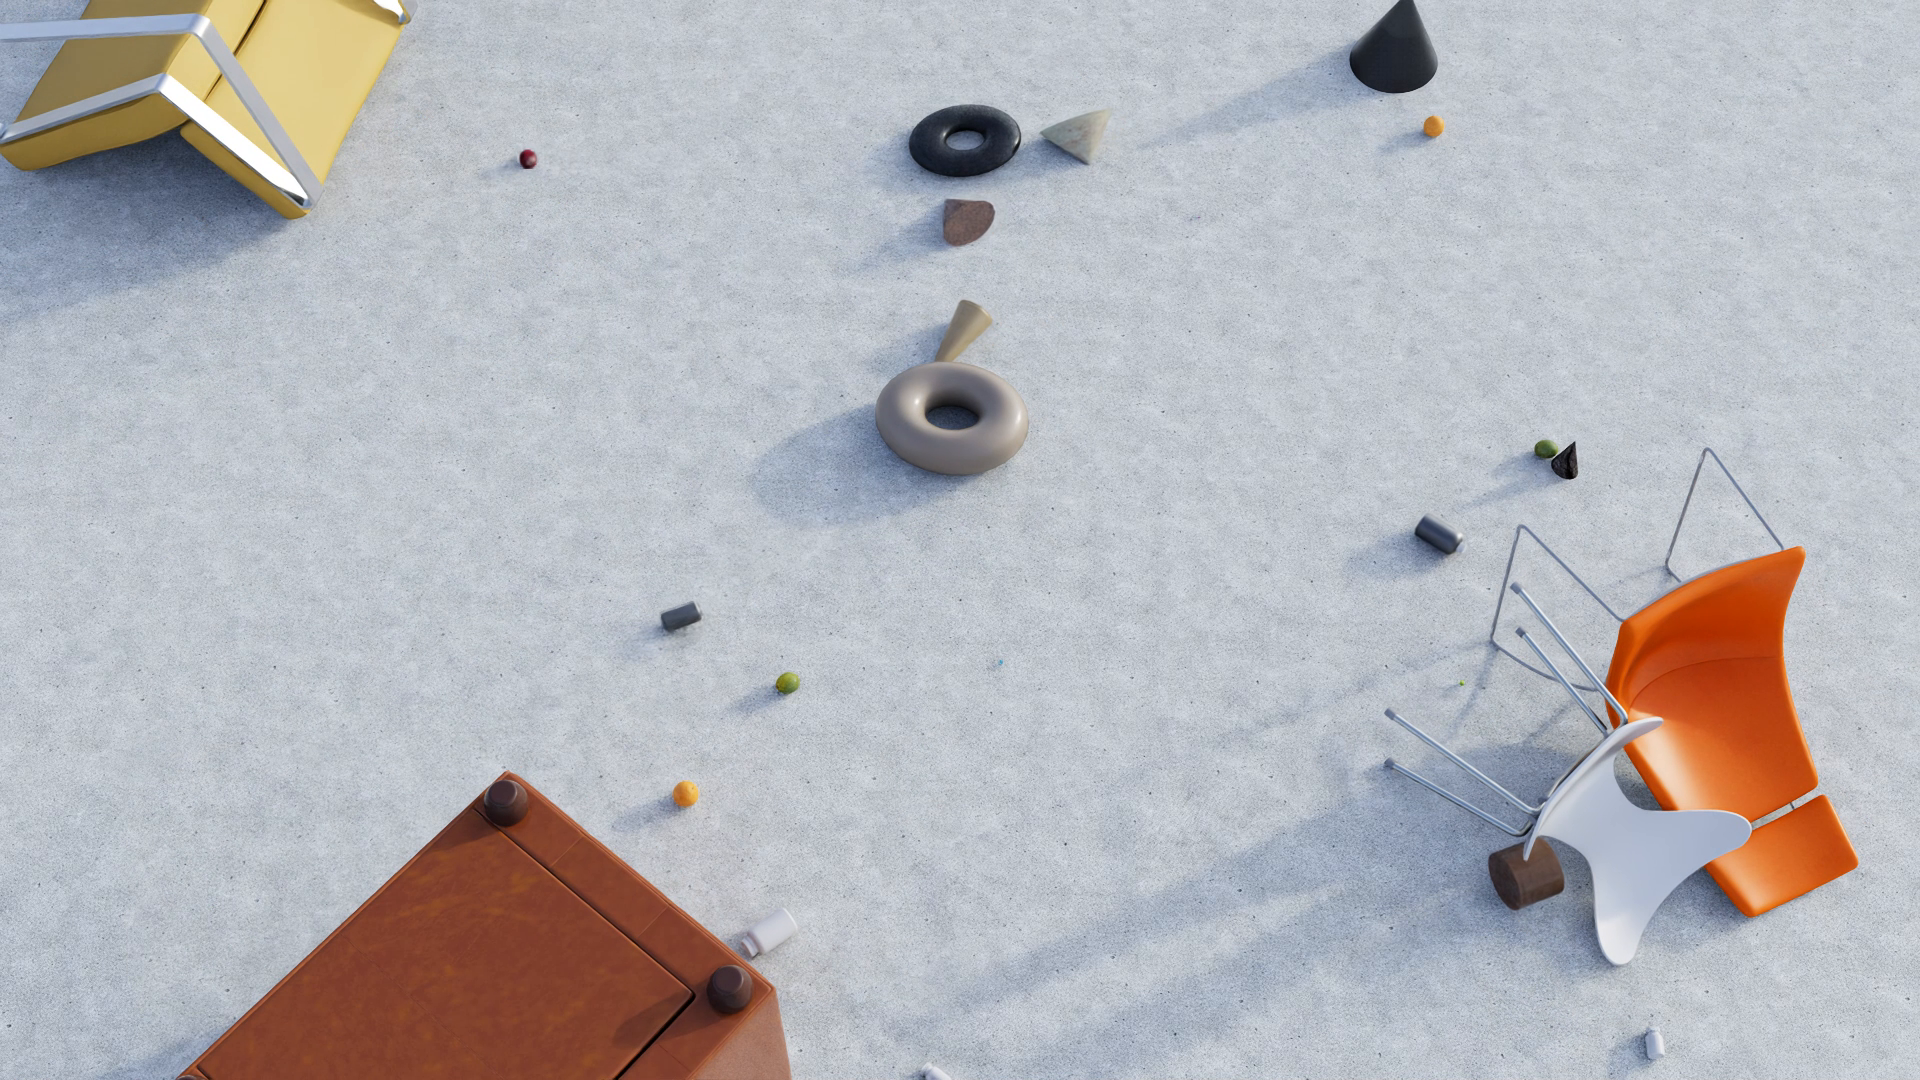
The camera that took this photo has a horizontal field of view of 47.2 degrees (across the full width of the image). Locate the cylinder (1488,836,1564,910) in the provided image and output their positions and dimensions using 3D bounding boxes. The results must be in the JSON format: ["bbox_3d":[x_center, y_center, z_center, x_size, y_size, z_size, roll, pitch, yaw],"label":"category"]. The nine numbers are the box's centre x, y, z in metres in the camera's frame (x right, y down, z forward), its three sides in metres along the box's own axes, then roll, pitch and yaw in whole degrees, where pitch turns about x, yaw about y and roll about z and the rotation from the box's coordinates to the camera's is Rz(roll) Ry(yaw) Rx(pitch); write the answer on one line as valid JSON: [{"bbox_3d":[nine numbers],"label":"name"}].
[{"bbox_3d":[1.514,0.892,5.880,0.132,0.158,0.162,-18,52,-12],"label":"cylinder"}]

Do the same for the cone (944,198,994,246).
[{"bbox_3d":[-0.008,-1.088,7.263,0.192,0.140,0.201,-34,40,-2],"label":"cone"}]

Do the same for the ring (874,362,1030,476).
[{"bbox_3d":[-0.025,-0.374,6.734,0.479,0.154,0.385,11,58,9],"label":"ring"}]

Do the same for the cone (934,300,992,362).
[{"bbox_3d":[-0.036,-0.594,6.936,0.128,0.122,0.325,19,67,39],"label":"cone"}]

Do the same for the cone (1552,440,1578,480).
[{"bbox_3d":[1.848,-0.260,6.663,0.074,0.142,0.092,-28,60,-17],"label":"cone"}]

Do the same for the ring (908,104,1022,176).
[{"bbox_3d":[0.017,-1.353,7.443,0.389,0.066,0.314,-14,58,-10],"label":"ring"}]

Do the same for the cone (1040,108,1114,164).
[{"bbox_3d":[0.416,-1.338,7.420,0.262,0.200,0.157,-18,91,2],"label":"cone"}]

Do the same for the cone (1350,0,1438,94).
[{"bbox_3d":[1.518,-1.768,7.566,0.303,0.323,0.326,30,61,19],"label":"cone"}]
